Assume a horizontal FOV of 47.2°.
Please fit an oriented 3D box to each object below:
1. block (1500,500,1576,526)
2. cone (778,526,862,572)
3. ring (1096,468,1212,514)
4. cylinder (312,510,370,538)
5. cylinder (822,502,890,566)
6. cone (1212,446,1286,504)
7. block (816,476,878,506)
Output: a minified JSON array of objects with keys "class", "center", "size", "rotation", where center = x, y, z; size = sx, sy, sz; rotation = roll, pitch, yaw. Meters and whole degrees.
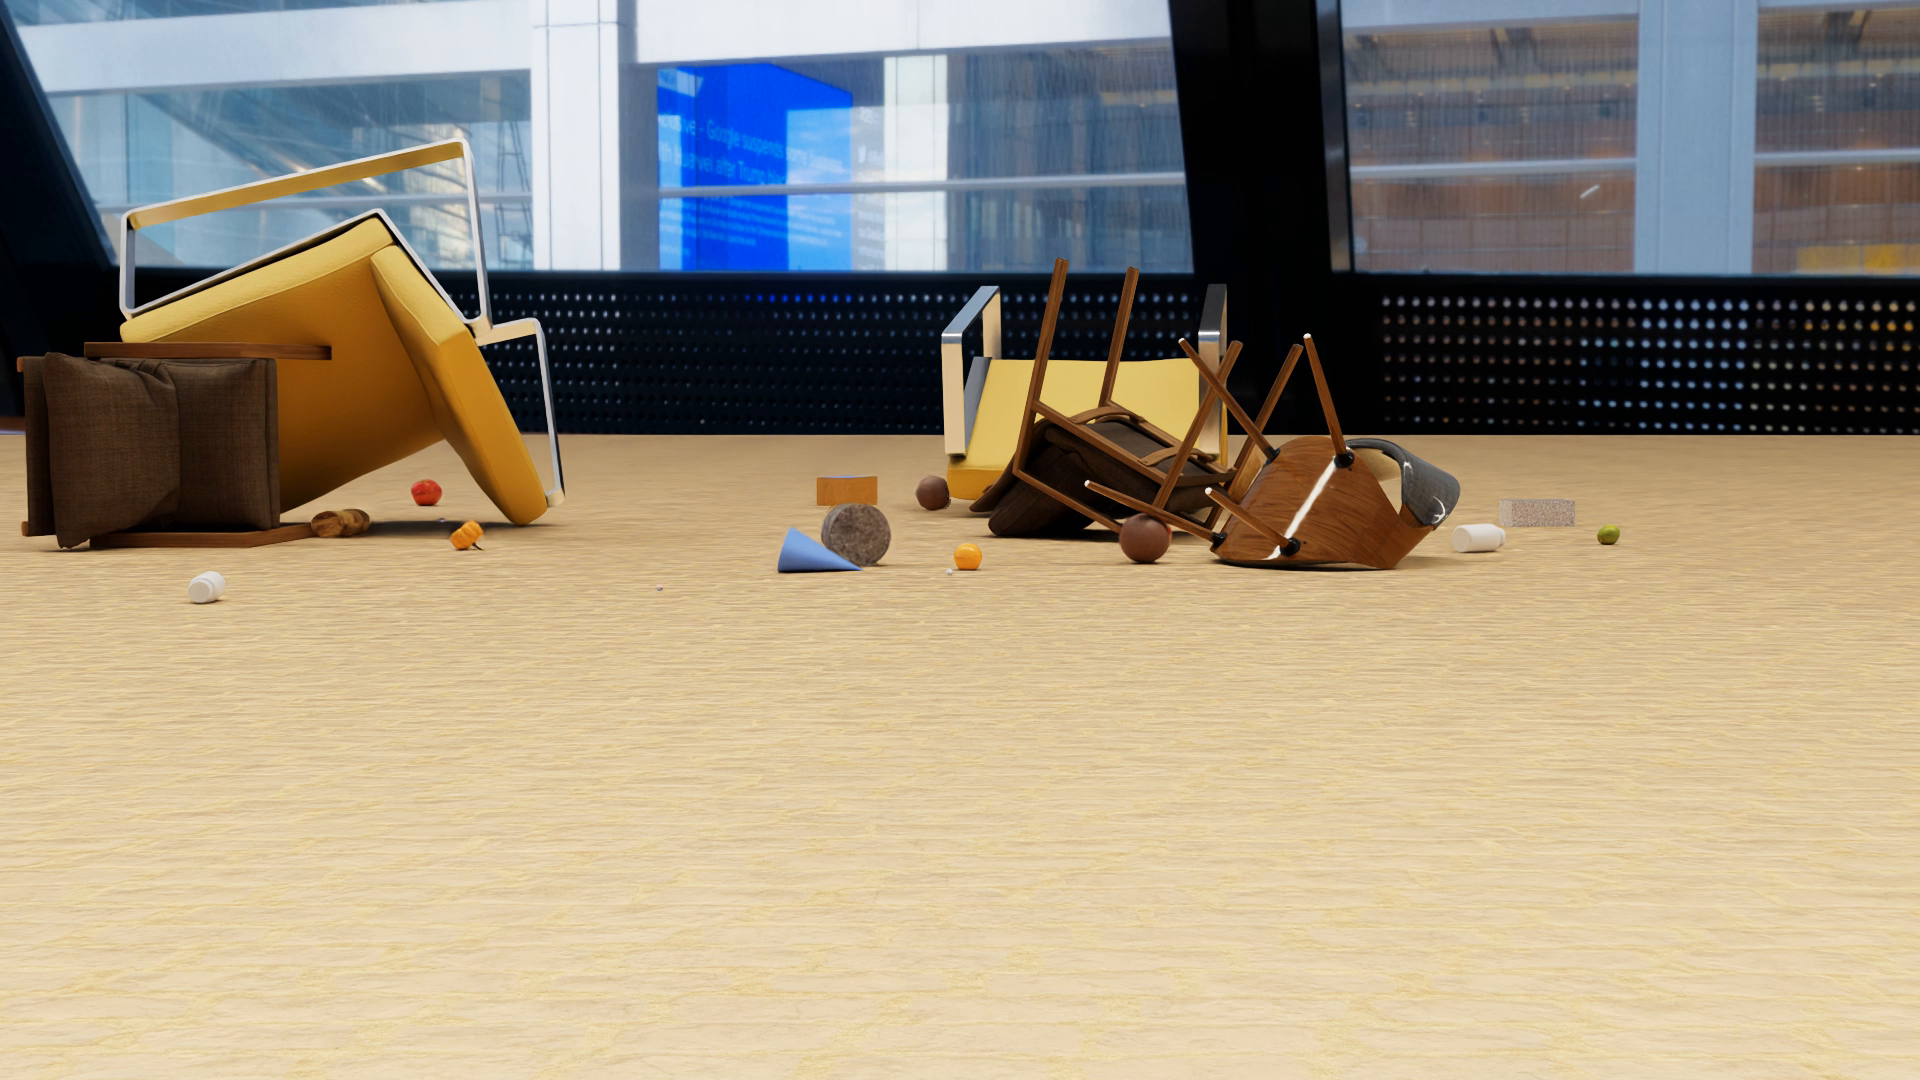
[{"class":"block","center":[1.897,-0.089,7.232],"size":[0.212,0.084,0.123],"rotation":[0,4,-5]},{"class":"cone","center":[-0.334,0.049,5.439],"size":[0.203,0.112,0.236],"rotation":[16,7,0]},{"class":"ring","center":[0.698,-0.173,7.904],"size":[0.420,0.153,0.173],"rotation":[-1,13,2]},{"class":"cylinder","center":[-1.885,-0.050,6.694],"size":[0.108,0.079,0.149],"rotation":[-3,3,19]},{"class":"cylinder","center":[-0.264,-0.014,5.580],"size":[0.165,0.160,0.069],"rotation":[26,-7,-23]},{"class":"cone","center":[1.100,-0.198,8.594],"size":[0.263,0.256,0.234],"rotation":[-26,-3,18]},{"class":"block","center":[-0.437,-0.191,8.524],"size":[0.149,0.109,0.195],"rotation":[2,5,32]}]
